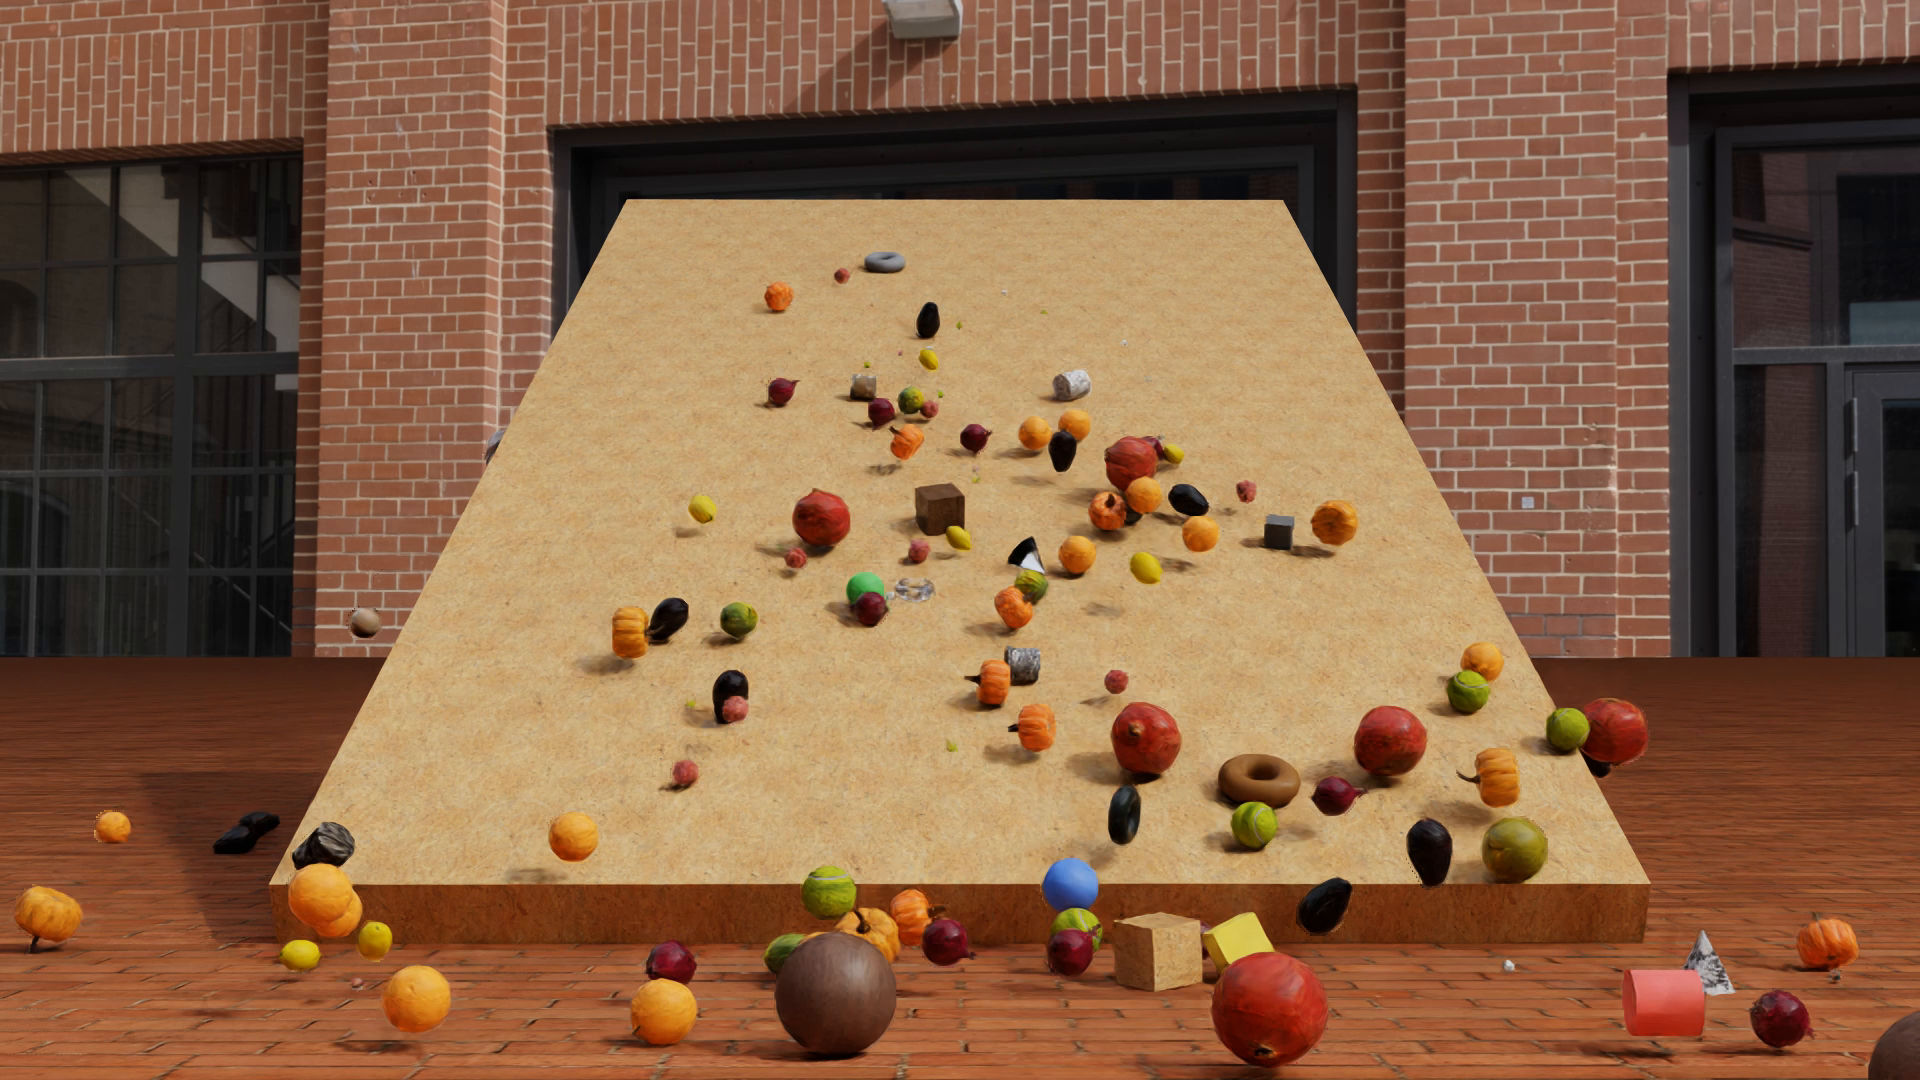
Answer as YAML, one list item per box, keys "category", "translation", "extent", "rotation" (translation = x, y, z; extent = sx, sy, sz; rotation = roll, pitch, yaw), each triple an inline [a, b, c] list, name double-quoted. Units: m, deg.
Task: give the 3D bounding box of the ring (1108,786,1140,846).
- category: "ring"
  translation: [0.241, 0.403, 3.377]
  extent: [0.030, 0.089, 0.089]
  rotation: [5, -1, 22]

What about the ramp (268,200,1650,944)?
- category: "ramp"
  translation: [-0.007, -0.224, 5.201]
  extent: [2.000, 0.100, 4.000]
  rotation: [0, 23, 0]

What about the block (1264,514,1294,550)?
- category: "block"
  translation: [0.624, -0.015, 4.506]
  extent: [0.051, 0.051, 0.051]
  rotation: [5, 23, 13]

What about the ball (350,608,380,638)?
- category: "ball"
  translation: [-1.096, 0.154, 4.247]
  extent: [0.056, 0.056, 0.056]
  rotation: [0, -3, 0]

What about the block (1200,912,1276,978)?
- category: "block"
  translation: [0.360, 0.525, 2.988]
  extent: [0.063, 0.063, 0.063]
  rotation: [-25, -6, -14]

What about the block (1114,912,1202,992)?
- category: "block"
  translation: [0.253, 0.526, 2.946]
  extent: [0.079, 0.079, 0.079]
  rotation: [-4, 2, -35]

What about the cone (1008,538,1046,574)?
- category: "cone"
  translation: [0.140, 0.042, 4.392]
  extent: [0.068, 0.068, 0.068]
  rotation: [44, 16, 22]

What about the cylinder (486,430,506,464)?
- category: "cylinder"
  translation: [-1.276, -0.247, 6.455]
  extent: [0.097, 0.097, 0.097]
  rotation: [0, 23, -6]

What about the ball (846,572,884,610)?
- category: "ball"
  translation: [-0.173, 0.092, 4.213]
  extent: [0.070, 0.070, 0.070]
  rotation: [0, -3, 0]

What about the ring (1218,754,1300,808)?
- category: "ring"
  translation: [0.464, 0.374, 3.581]
  extent: [0.128, 0.043, 0.128]
  rotation: [1, 24, 0]

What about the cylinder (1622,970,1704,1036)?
- category: "cylinder"
  translation: [0.742, 0.488, 2.432]
  extent: [0.069, 0.069, 0.069]
  rotation: [-1, -3, 4]

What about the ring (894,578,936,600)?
- category: "ring"
  translation: [-0.084, 0.091, 4.281]
  extent: [0.076, 0.025, 0.076]
  rotation: [1, 22, 0]

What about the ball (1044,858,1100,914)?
- category: "ball"
  translation: [0.157, 0.489, 3.257]
  extent: [0.079, 0.079, 0.079]
  rotation: [0, -3, 0]

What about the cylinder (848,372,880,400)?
- category: "cylinder"
  translation: [-0.221, -0.353, 5.308]
  extent: [0.053, 0.053, 0.053]
  rotation: [25, -7, -8]

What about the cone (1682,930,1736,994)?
- category: "cone"
  translation: [0.937, 0.529, 2.907]
  extent: [0.077, 0.077, 0.077]
  rotation: [0, -3, 0]

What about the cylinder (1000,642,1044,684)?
- category: "cylinder"
  translation: [0.106, 0.212, 3.944]
  extent: [0.055, 0.055, 0.055]
  rotation: [34, -15, -19]

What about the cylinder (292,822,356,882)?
- category: "cylinder"
  translation: [-0.901, 0.442, 3.264]
  extent: [0.062, 0.062, 0.062]
  rotation: [-42, -23, 23]

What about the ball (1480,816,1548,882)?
- category: "ball"
  translation: [0.802, 0.448, 3.336]
  extent: [0.094, 0.094, 0.094]
  rotation: [0, -3, 0]

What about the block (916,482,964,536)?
- category: "block"
  translation: [-0.040, -0.061, 4.580]
  extent: [0.076, 0.076, 0.076]
  rotation: [-8, 24, -19]

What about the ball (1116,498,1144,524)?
- category: "ball"
  translation: [0.340, -0.058, 4.603]
  extent: [0.054, 0.054, 0.054]
  rotation: [0, -3, 0]

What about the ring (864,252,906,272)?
- category: "ring"
  translation: [-0.204, -0.762, 6.316]
  extent: [0.114, 0.038, 0.114]
  rotation: [0, 24, 0]
